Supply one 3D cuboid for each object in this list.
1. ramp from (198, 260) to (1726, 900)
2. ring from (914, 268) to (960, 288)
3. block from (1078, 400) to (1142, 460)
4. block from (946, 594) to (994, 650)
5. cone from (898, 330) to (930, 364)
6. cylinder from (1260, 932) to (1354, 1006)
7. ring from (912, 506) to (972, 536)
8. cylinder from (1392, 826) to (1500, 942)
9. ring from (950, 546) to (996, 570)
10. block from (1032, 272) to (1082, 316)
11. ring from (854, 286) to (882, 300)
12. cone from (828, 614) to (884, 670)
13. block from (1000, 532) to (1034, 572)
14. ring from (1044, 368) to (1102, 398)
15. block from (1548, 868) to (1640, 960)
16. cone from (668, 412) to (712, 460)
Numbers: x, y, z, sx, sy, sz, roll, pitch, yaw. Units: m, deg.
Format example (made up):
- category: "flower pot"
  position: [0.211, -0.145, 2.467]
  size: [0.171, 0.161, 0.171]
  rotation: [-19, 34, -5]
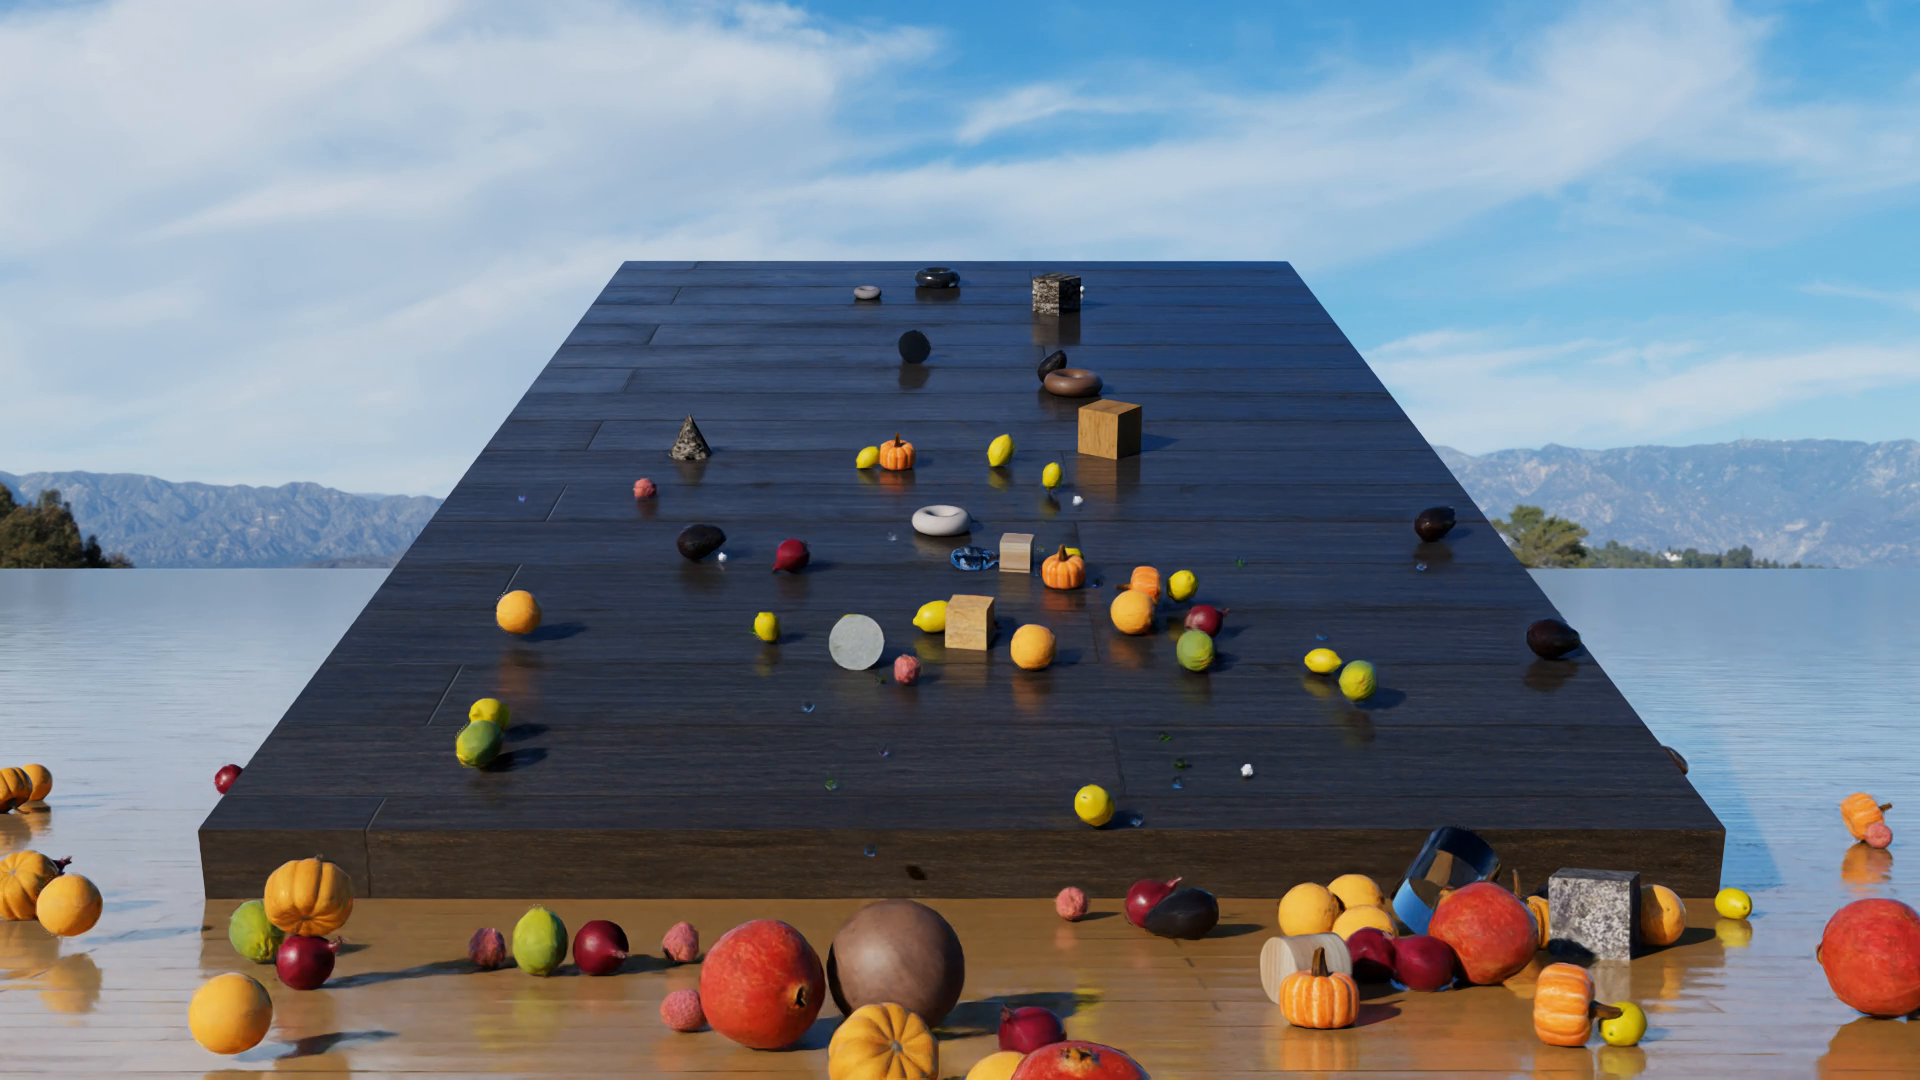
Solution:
- category: "ramp"
  position: [-0.003, -0.183, 4.842]
  size: [2.000, 0.100, 4.000]
  rotation: [0, 18, 0]
- category: "ring"
  position: [-0.064, -0.749, 6.376]
  size: [0.131, 0.044, 0.131]
  rotation: [1, 18, 0]
- category: "block"
  position: [0.314, -0.233, 4.676]
  size: [0.096, 0.096, 0.096]
  rotation: [12, 22, 34]
- category: "block"
  position: [0.016, 0.132, 3.585]
  size: [0.067, 0.067, 0.067]
  rotation: [4, 18, 11]
- category: "cone"
  position: [-0.127, -0.464, 5.493]
  size: [0.083, 0.083, 0.083]
  rotation: [0, -10, -22]
- category: "cylinder"
  position: [0.350, 0.434, 2.259]
  size: [0.068, 0.068, 0.068]
  rotation: [0, -1, -25]
- category: "ring"
  position: [-0.034, -0.036, 4.159]
  size: [0.112, 0.037, 0.112]
  rotation: [1, 17, 0]
- category: "cylinder"
  position: [0.571, 0.405, 2.624]
  size: [0.096, 0.096, 0.096]
  rotation: [0, 32, 41]
- category: "ring"
  position: [0.023, 0.032, 3.962]
  size: [0.080, 0.027, 0.080]
  rotation: [1, 18, 0]
- category: "block"
  position: [0.261, -0.665, 6.031]
  size: [0.092, 0.092, 0.092]
  rotation: [16, 23, 40]
- category: "ring"
  position: [-0.257, -0.687, 6.207]
  size: [0.078, 0.026, 0.078]
  rotation: [1, 21, -1]
- category: "cone"
  position: [-0.155, 0.166, 3.522]
  size: [0.087, 0.087, 0.087]
  rotation: [0, -9, 9]
- category: "block"
  position: [0.101, 0.022, 3.948]
  size: [0.054, 0.054, 0.054]
  rotation: [3, 18, 9]
- category: "ring"
  position: [0.262, -0.364, 5.169]
  size: [0.137, 0.046, 0.137]
  rotation: [1, 18, 0]
- category: "block"
  position: [0.725, 0.426, 2.551]
  size: [0.088, 0.088, 0.088]
  rotation: [0, -1, 25]
- category: "cone"
  position: [-0.563, -0.222, 4.650]
  size: [0.090, 0.090, 0.090]
  rotation: [0, 18, 0]
